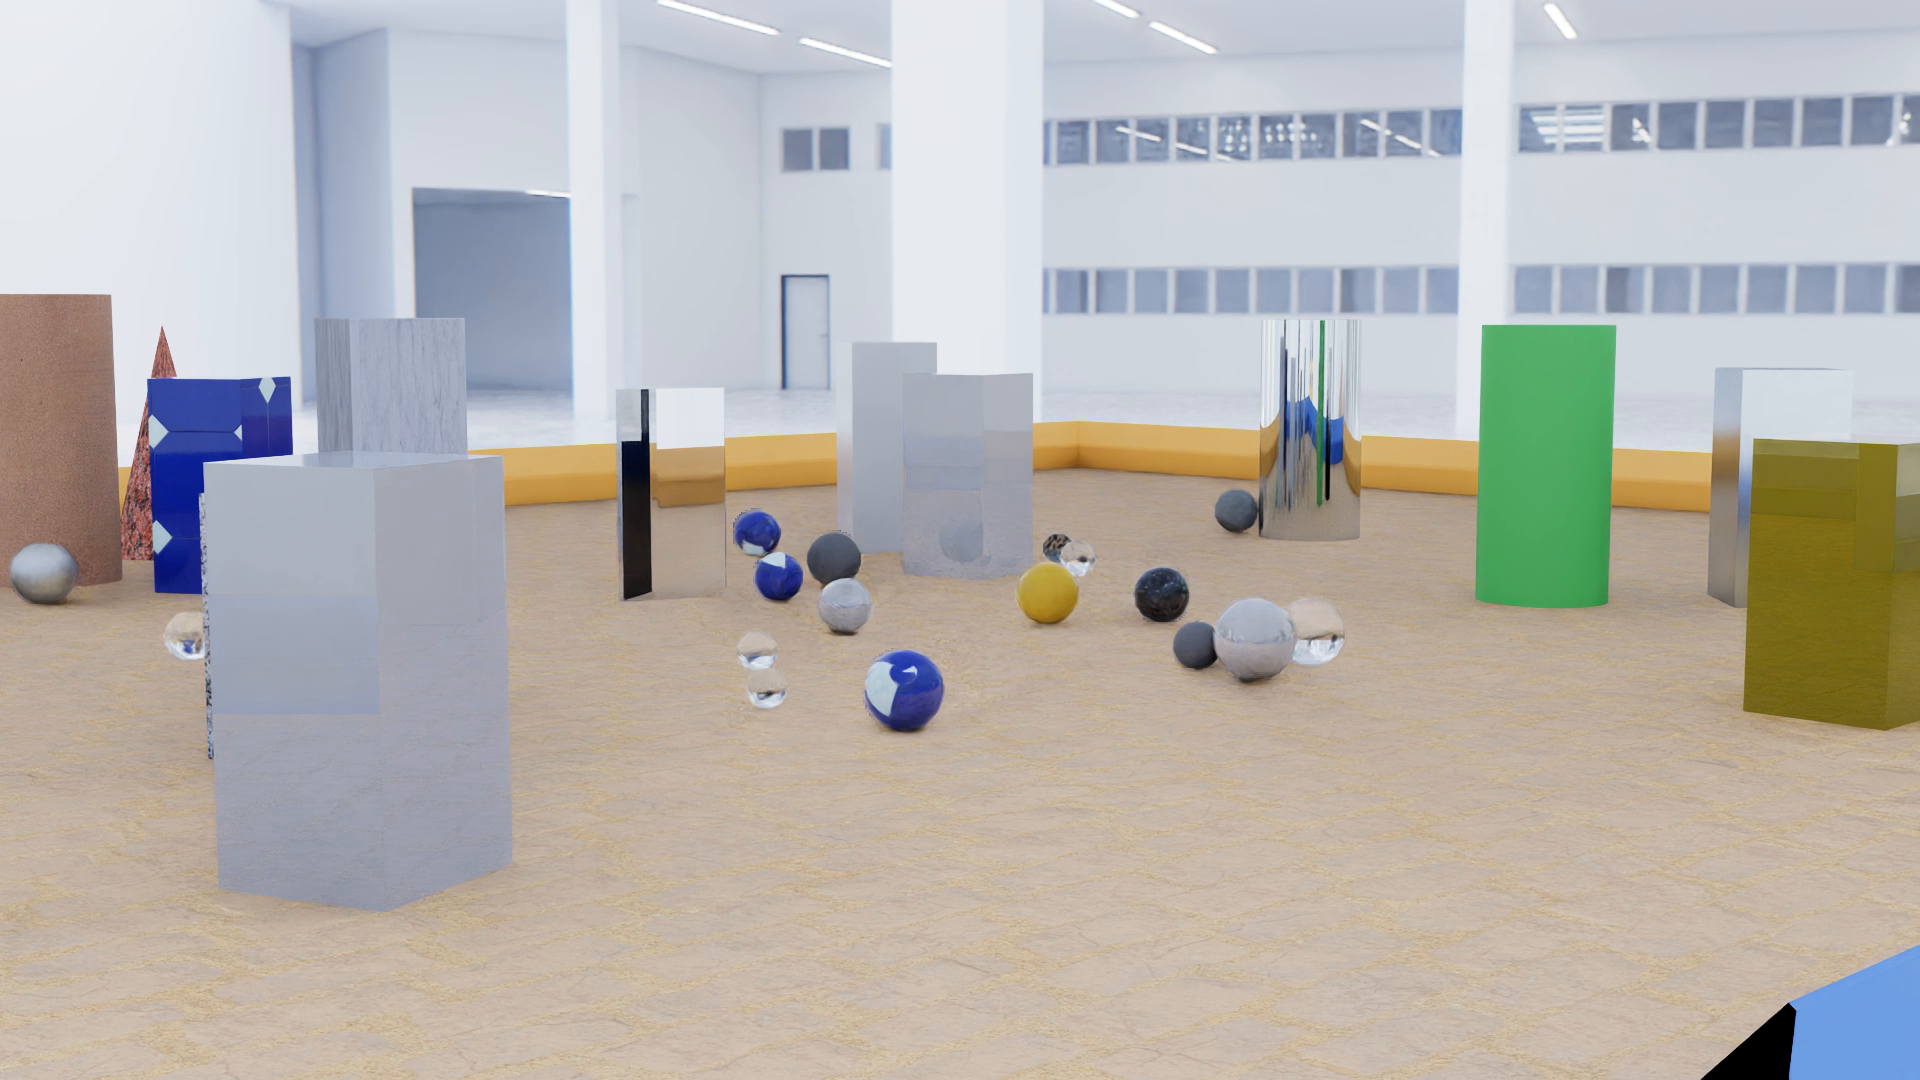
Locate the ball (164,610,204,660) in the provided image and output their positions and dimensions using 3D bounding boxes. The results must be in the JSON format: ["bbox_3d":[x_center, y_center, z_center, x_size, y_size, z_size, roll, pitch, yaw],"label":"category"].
[{"bbox_3d":[-0.983,0.122,2.810,0.064,0.064,0.064,0,6,0],"label":"ball"}]

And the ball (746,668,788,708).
[{"bbox_3d":[-0.216,0.166,2.471,0.046,0.046,0.046,0,6,0],"label":"ball"}]

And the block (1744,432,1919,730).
[{"bbox_3d":[0.987,0.040,2.437,0.160,0.305,0.160,-6,8,-44],"label":"block"}]

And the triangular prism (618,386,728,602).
[{"bbox_3d":[-0.477,-0.078,3.468,0.173,0.326,0.150,-3,7,-26],"label":"triangular prism"}]

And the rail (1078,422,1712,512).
[{"bbox_3d":[1.660,-0.125,4.855,0.045,0.130,3.952,-5,8,-42],"label":"rail"}]

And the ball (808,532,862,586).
[{"bbox_3d":[-0.204,0.032,3.567,0.087,0.087,0.087,0,6,0],"label":"ball"}]

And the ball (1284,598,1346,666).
[{"bbox_3d":[0.441,0.116,2.764,0.087,0.087,0.087,0,6,0],"label":"ball"}]

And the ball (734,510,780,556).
[{"bbox_3d":[-0.368,-0.011,3.994,0.084,0.084,0.084,0,6,0],"label":"ball"}]

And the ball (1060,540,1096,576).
[{"bbox_3d":[0.199,0.030,3.704,0.062,0.062,0.062,0,6,0],"label":"ball"}]

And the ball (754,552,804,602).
[{"bbox_3d":[-0.279,0.056,3.386,0.075,0.075,0.075,0,6,0],"label":"ball"}]

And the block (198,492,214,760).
[{"bbox_3d":[-0.641,0.083,2.209,0.160,0.266,0.160,3,7,30],"label":"block"}]

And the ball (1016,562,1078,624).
[{"bbox_3d":[0.125,0.076,3.134,0.089,0.089,0.089,0,6,0],"label":"ball"}]

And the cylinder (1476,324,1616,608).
[{"bbox_3d":[0.901,-0.118,3.385,0.200,0.423,0.200,0,6,0],"label":"cylinder"}]

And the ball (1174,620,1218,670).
[{"bbox_3d":[0.296,0.131,2.741,0.060,0.060,0.060,0,6,0],"label":"ball"}]

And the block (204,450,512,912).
[{"bbox_3d":[-0.467,0.102,1.722,0.160,0.330,0.160,3,6,24],"label":"block"}]

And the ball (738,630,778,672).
[{"bbox_3d":[-0.251,0.138,2.725,0.051,0.051,0.051,0,6,0],"label":"ball"}]

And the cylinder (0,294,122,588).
[{"bbox_3d":[-1.494,-0.167,3.618,0.200,0.472,0.200,0,6,0],"label":"cylinder"}]

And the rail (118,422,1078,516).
[{"bbox_3d":[-1.324,-0.115,4.759,4.565,0.130,0.045,-5,8,-42],"label":"rail"}]

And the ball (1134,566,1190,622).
[{"bbox_3d":[0.290,0.078,3.152,0.081,0.081,0.081,0,6,0],"label":"ball"}]

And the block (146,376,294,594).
[{"bbox_3d":[-1.182,-0.091,3.531,0.160,0.339,0.160,1,6,11],"label":"block"}]

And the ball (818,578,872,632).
[{"bbox_3d":[-0.160,0.091,3.054,0.075,0.075,0.075,0,6,0],"label":"ball"}]

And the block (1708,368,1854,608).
[{"bbox_3d":[1.252,-0.083,3.365,0.160,0.357,0.160,0,6,5],"label":"block"}]

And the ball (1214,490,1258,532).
[{"bbox_3d":[0.558,-0.059,4.435,0.087,0.087,0.087,0,6,0],"label":"ball"}]

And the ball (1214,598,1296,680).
[{"bbox_3d":[0.356,0.120,2.655,0.100,0.100,0.100,0,6,0],"label":"ball"}]

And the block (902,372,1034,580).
[{"bbox_3d":[0.014,-0.113,3.738,0.160,0.340,0.160,4,7,33],"label":"block"}]

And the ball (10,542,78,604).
[{"bbox_3d":[-1.393,0.050,3.347,0.096,0.096,0.096,0,6,0],"label":"ball"}]

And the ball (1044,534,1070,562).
[{"bbox_3d":[0.174,0.014,3.900,0.053,0.053,0.053,0,6,0],"label":"ball"}]

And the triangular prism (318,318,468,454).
[{"bbox_3d":[-0.689,-0.039,2.561,0.150,0.436,0.173,4,7,31],"label":"triangular prism"}]

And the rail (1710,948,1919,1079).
[{"bbox_3d":[1.324,0.182,1.905,4.565,0.130,0.045,-5,8,-42],"label":"rail"}]

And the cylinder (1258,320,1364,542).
[{"bbox_3d":[0.692,-0.220,4.342,0.200,0.428,0.200,0,6,0],"label":"cylinder"}]

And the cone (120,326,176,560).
[{"bbox_3d":[-1.450,-0.184,4.018,0.200,0.423,0.200,0,6,0],"label":"cone"}]

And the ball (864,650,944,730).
[{"bbox_3d":[-0.059,0.159,2.344,0.086,0.086,0.086,0,6,0],"label":"ball"}]

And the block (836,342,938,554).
[{"bbox_3d":[-0.138,-0.177,4.124,0.160,0.387,0.160,-1,6,-14],"label":"block"}]
